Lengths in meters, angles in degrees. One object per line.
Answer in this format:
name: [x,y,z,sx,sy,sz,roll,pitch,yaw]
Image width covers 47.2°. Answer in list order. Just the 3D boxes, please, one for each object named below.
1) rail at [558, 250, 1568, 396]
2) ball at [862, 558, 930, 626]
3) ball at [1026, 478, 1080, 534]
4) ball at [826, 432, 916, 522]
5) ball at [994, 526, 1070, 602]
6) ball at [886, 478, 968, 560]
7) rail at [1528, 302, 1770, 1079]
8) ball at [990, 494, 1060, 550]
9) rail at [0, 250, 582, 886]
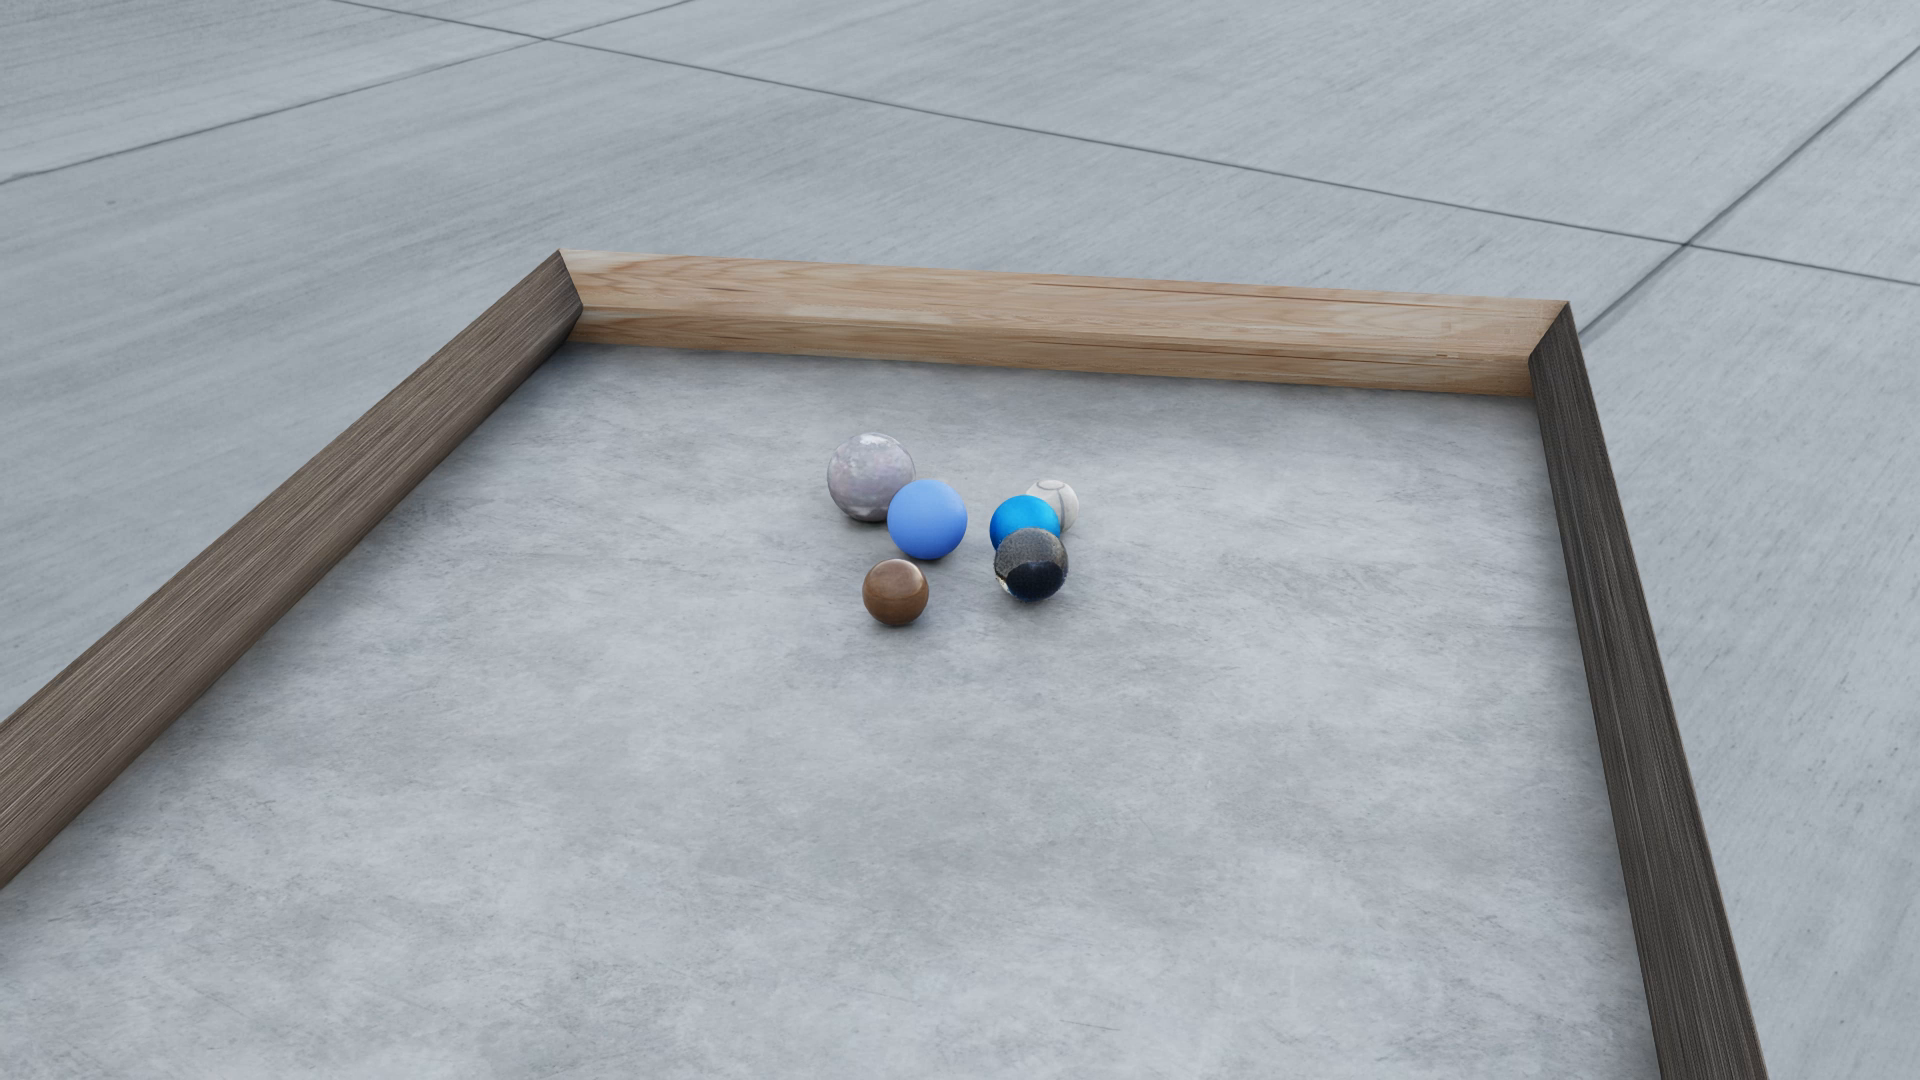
rail: [0.104,-0.269,2.774,1.285,0.125,0.045,4,24,9]
ball: [-0.063,0.050,2.138,0.066,0.066,0.066,0,24,0]
ball: [0.096,-0.035,2.333,0.061,0.061,0.061,0,24,0]
ball: [-0.095,-0.068,2.364,0.096,0.096,0.096,0,24,0]
ball: [0.071,0.024,2.185,0.075,0.075,0.075,0,24,0]
ball: [-0.034,-0.021,2.276,0.084,0.084,0.084,0,24,0]
rail: [0.502,0.275,1.563,0.045,0.125,2.527,4,24,9]
ball: [0.067,-0.010,2.263,0.073,0.073,0.073,0,24,0]
rail: [-0.718,0.188,1.756,0.045,0.125,2.527,4,24,9]
